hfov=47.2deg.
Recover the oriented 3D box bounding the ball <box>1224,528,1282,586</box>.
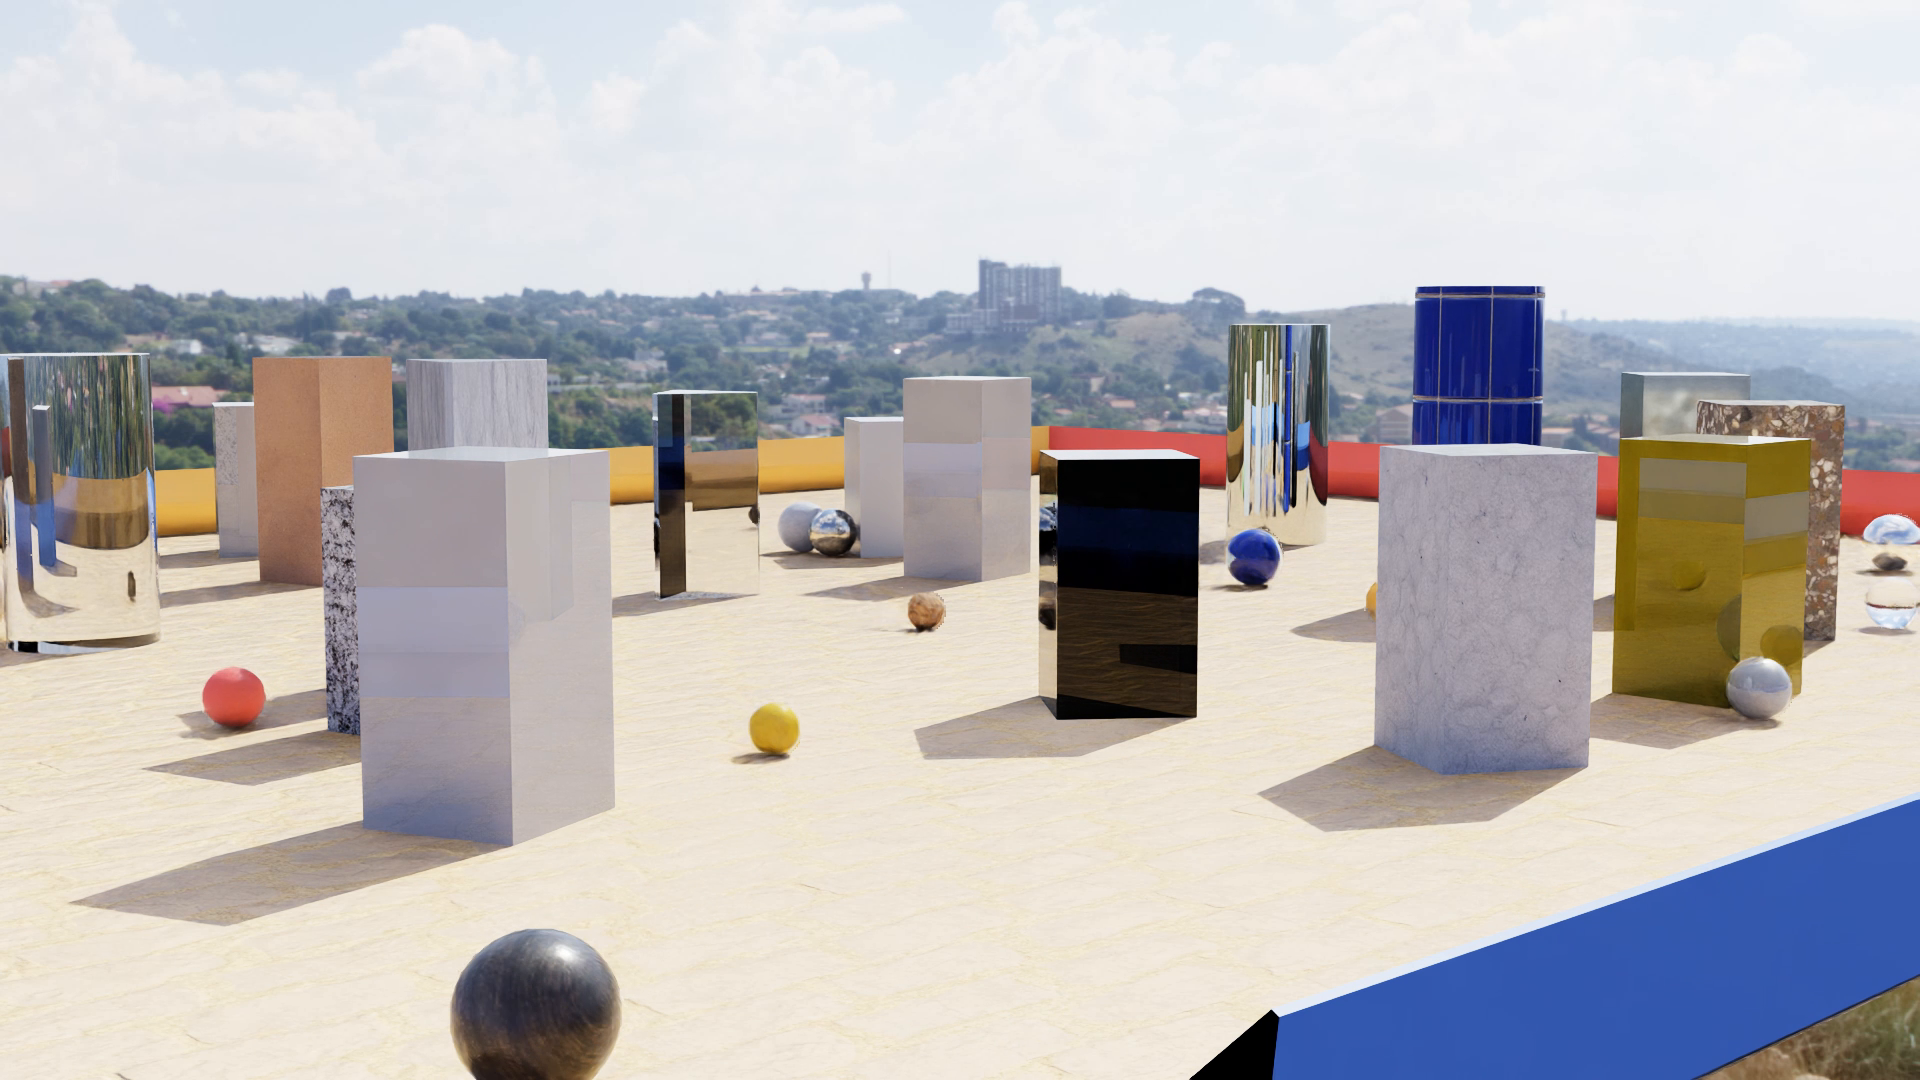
[{"bbox_3d":[0.474,0.028,3.552,0.092,0.092,0.092,0,6,0],"label":"ball"}]

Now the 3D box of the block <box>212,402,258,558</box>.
[{"bbox_3d":[-1.284,-0.113,4.034,0.155,0.272,0.155,-2,6,-20],"label":"block"}]

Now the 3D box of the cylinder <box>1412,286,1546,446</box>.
[{"bbox_3d":[0.792,-0.148,3.374,0.194,0.479,0.194,0,6,0],"label":"cylinder"}]

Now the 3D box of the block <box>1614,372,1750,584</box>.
[{"bbox_3d":[1.101,-0.080,3.360,0.155,0.347,0.155,0,6,5],"label":"block"}]

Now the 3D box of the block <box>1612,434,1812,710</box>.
[{"bbox_3d":[0.869,0.031,2.544,0.155,0.296,0.155,-6,8,-44],"label":"block"}]

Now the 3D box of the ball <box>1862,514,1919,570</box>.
[{"bbox_3d":[1.589,0.005,3.751,0.097,0.097,0.097,0,6,0],"label":"ball"}]

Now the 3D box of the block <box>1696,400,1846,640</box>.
[{"bbox_3d":[1.109,-0.031,3.031,0.155,0.317,0.155,1,6,5],"label":"block"}]

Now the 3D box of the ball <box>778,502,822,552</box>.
[{"bbox_3d":[-0.289,-0.025,4.043,0.093,0.093,0.093,0,6,0],"label":"ball"}]

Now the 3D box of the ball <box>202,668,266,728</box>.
[{"bbox_3d":[-0.775,0.168,2.348,0.064,0.064,0.064,0,6,0],"label":"ball"}]

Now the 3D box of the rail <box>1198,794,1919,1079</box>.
[{"bbox_3d":[1.216,0.170,2.021,4.016,0.126,0.045,-6,8,-42],"label":"rail"}]

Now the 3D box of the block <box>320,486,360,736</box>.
[{"bbox_3d":[-0.564,0.071,2.343,0.155,0.258,0.155,3,7,30],"label":"block"}]

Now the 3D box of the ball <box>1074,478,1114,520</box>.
[{"bbox_3d":[0.284,-0.087,4.669,0.087,0.087,0.087,0,6,0],"label":"ball"}]

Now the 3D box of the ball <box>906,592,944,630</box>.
[{"bbox_3d":[-0.049,0.099,3.071,0.051,0.051,0.051,0,6,0],"label":"ball"}]

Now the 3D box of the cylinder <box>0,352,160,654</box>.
[{"bbox_3d":[-1.174,-0.054,2.929,0.194,0.385,0.194,0,6,0],"label":"cylinder"}]

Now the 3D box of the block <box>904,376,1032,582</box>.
[{"bbox_3d":[0.013,-0.106,3.689,0.155,0.330,0.155,4,7,33],"label":"block"}]

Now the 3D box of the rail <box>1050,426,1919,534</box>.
[{"bbox_3d":[1.458,-0.108,4.670,0.045,0.126,3.634,-6,8,-42],"label":"rail"}]

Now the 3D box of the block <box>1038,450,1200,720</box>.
[{"bbox_3d":[0.175,0.046,2.461,0.155,0.284,0.155,-1,6,-5],"label":"block"}]

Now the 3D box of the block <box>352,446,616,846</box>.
[{"bbox_3d":[-0.411,0.085,1.915,0.155,0.321,0.155,3,7,24],"label":"block"}]

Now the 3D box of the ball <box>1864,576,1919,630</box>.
[{"bbox_3d":[1.303,0.088,3.070,0.073,0.073,0.073,0,6,0],"label":"ball"}]

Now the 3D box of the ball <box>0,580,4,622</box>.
[{"bbox_3d":[-1.349,0.084,2.996,0.096,0.096,0.096,0,6,0],"label":"ball"}]

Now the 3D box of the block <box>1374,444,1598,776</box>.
[{"bbox_3d":[0.519,0.063,2.185,0.155,0.307,0.155,-2,6,-14],"label":"block"}]

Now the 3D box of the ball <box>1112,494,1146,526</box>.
[{"bbox_3d":[0.345,-0.061,4.512,0.069,0.069,0.069,0,6,0],"label":"ball"}]

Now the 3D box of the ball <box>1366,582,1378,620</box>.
[{"bbox_3d":[0.608,0.087,3.107,0.067,0.067,0.067,0,6,0],"label":"ball"}]

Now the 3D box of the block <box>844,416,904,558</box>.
[{"bbox_3d":[-0.122,-0.100,4.034,0.155,0.245,0.155,-1,6,-14],"label":"block"}]

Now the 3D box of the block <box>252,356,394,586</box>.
[{"bbox_3d":[-1.045,-0.118,3.623,0.155,0.366,0.155,4,7,32],"label":"block"}]

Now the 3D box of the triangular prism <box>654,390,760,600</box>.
[{"bbox_3d":[-0.420,-0.075,3.453,0.168,0.316,0.145,-3,7,-26],"label":"triangular prism"}]

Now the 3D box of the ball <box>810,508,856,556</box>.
[{"bbox_3d":[-0.230,-0.014,3.976,0.086,0.086,0.086,0,6,0],"label":"ball"}]

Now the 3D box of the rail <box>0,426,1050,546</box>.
[{"bbox_3d":[-1.216,-0.105,4.643,4.016,0.126,0.045,-6,8,-42],"label":"rail"}]

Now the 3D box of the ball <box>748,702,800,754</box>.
[{"bbox_3d":[-0.186,0.189,2.205,0.053,0.053,0.053,0,6,0],"label":"ball"}]

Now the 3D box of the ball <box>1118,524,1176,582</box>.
[{"bbox_3d":[0.305,0.021,3.600,0.095,0.095,0.095,0,6,0],"label":"ball"}]

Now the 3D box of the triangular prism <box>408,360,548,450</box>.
[{"bbox_3d":[-0.608,-0.025,2.655,0.145,0.384,0.168,4,7,31],"label":"triangular prism"}]

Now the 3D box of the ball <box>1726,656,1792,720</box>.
[{"bbox_3d":[0.870,0.161,2.395,0.068,0.068,0.068,0,6,0],"label":"ball"}]

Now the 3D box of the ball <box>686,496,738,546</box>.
[{"bbox_3d":[-0.467,-0.036,4.133,0.097,0.097,0.097,0,6,0],"label":"ball"}]

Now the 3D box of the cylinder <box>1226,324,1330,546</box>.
[{"bbox_3d":[0.609,-0.205,4.219,0.194,0.416,0.194,0,6,0],"label":"cylinder"}]

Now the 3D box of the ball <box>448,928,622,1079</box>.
[{"bbox_3d":[-0.239,0.268,1.242,0.096,0.096,0.096,0,6,0],"label":"ball"}]
